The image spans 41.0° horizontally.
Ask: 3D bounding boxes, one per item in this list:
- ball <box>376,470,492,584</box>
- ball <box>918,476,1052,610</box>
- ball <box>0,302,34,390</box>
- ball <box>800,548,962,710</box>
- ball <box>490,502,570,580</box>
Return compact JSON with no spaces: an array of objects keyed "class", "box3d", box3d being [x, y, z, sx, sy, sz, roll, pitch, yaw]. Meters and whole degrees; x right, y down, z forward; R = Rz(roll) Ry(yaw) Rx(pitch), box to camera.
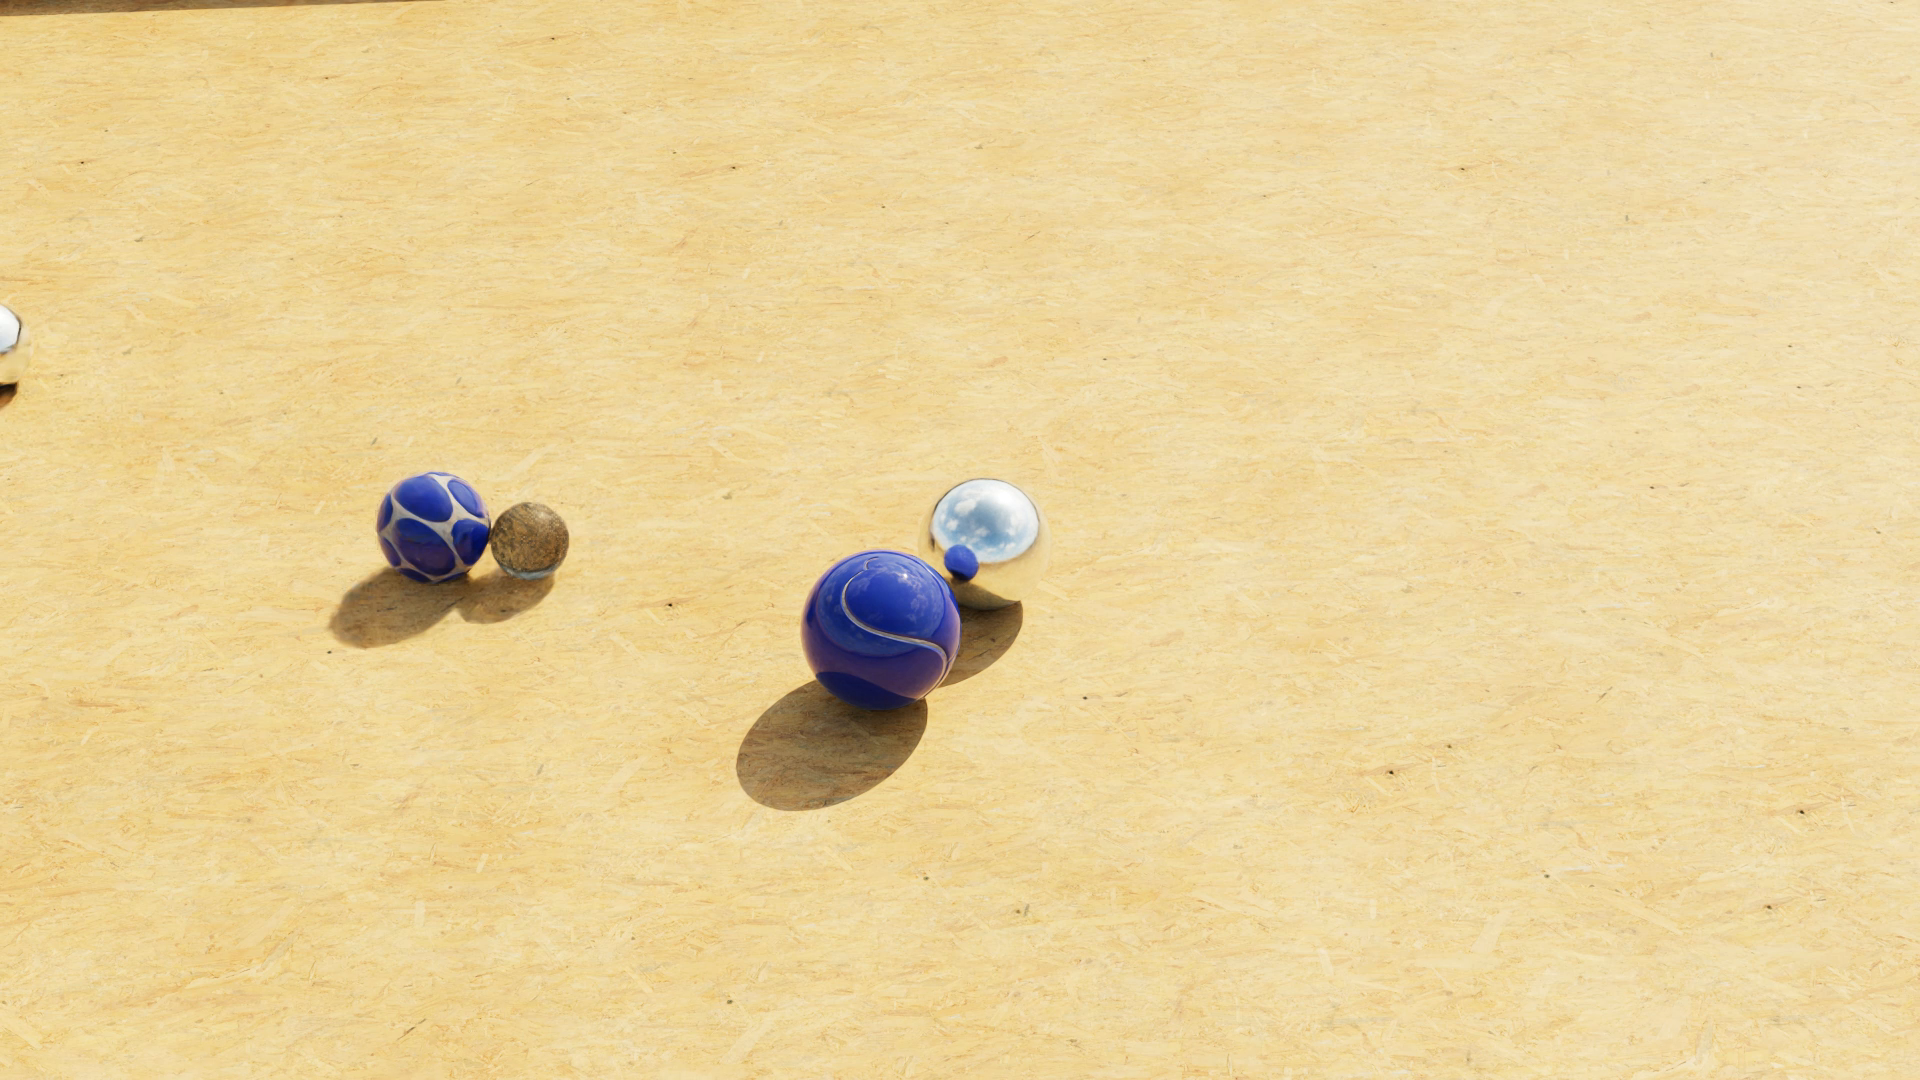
[{"class":"ball","box3d":[-0.321,-0.008,1.565,0.069,0.069,0.069,0,37,0]},{"class":"ball","box3d":[0.015,0.002,1.542,0.081,0.081,0.081,0,37,0]},{"class":"ball","box3d":[-0.661,-0.132,1.737,0.063,0.063,0.063,0,37,0]},{"class":"ball","box3d":[-0.045,0.051,1.466,0.093,0.093,0.093,0,37,0]},{"class":"ball","box3d":[-0.263,0.000,1.571,0.048,0.048,0.048,0,37,0]}]
